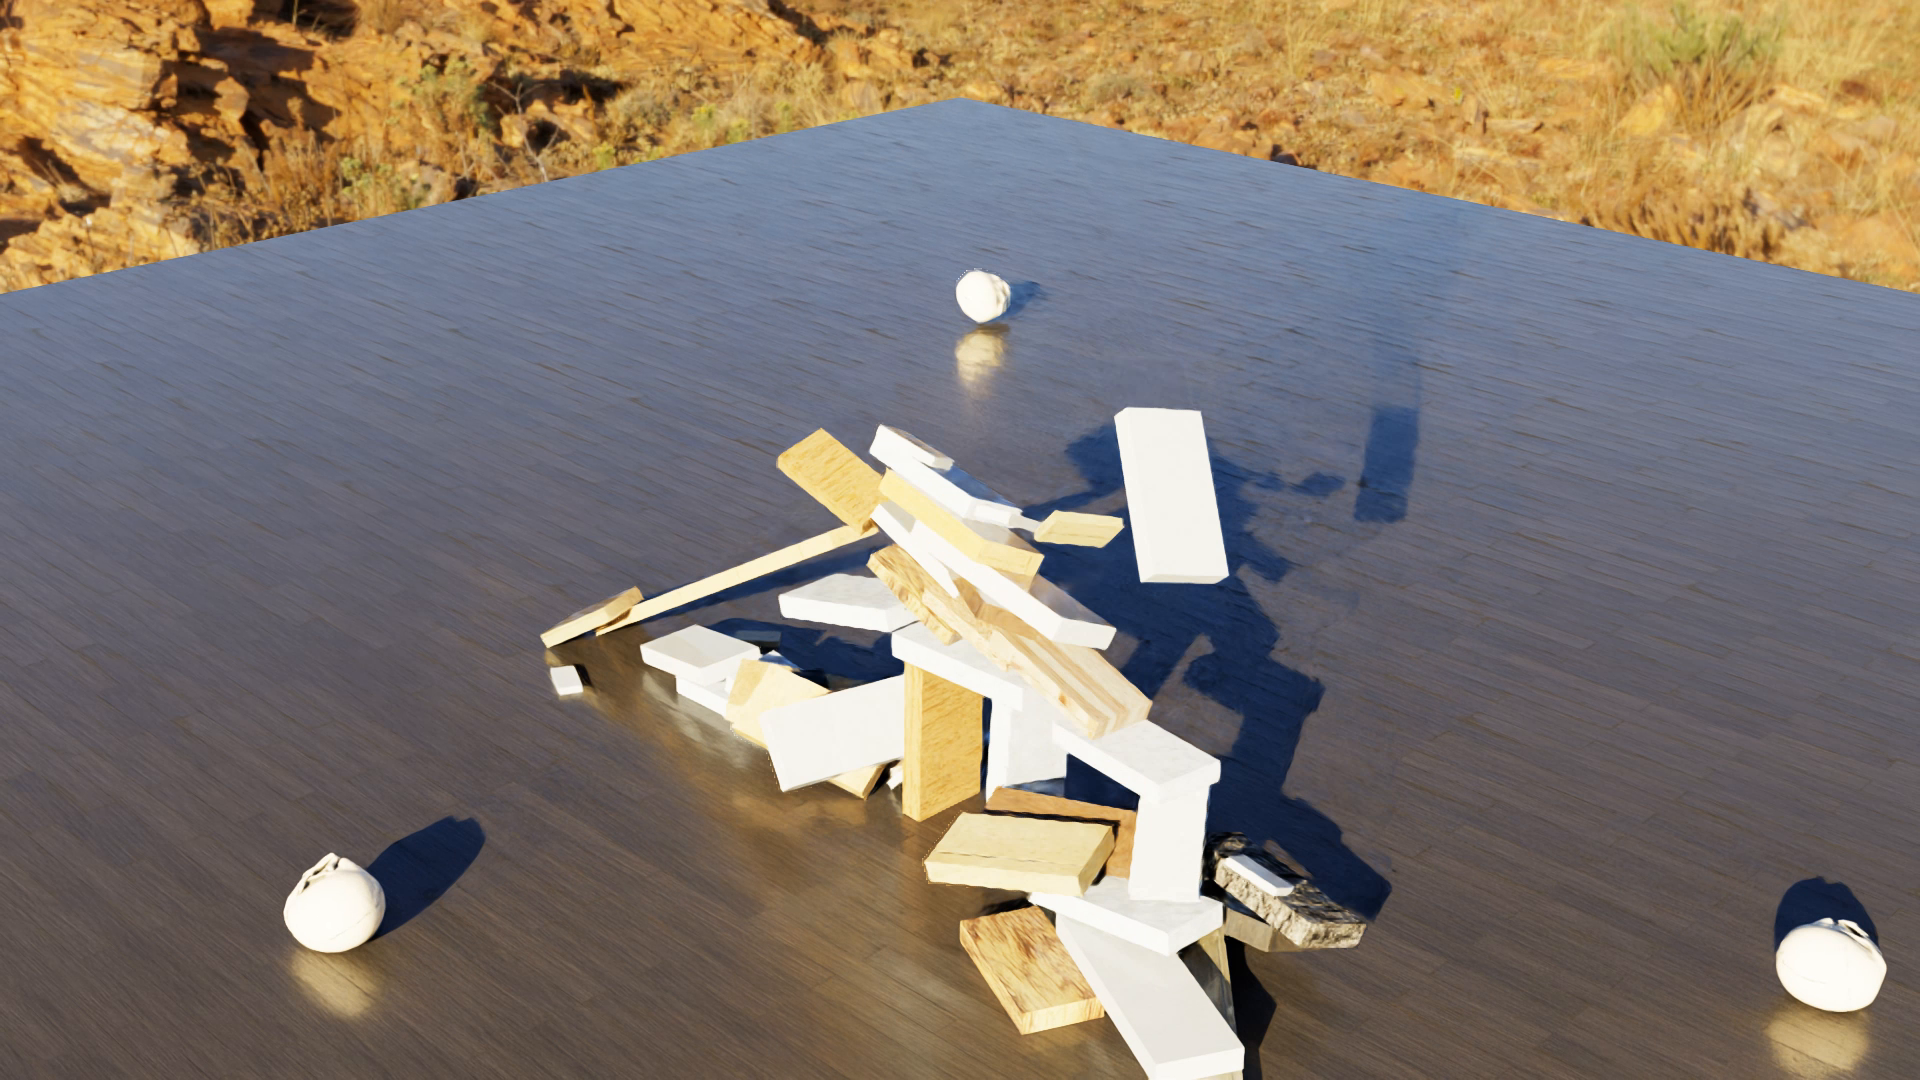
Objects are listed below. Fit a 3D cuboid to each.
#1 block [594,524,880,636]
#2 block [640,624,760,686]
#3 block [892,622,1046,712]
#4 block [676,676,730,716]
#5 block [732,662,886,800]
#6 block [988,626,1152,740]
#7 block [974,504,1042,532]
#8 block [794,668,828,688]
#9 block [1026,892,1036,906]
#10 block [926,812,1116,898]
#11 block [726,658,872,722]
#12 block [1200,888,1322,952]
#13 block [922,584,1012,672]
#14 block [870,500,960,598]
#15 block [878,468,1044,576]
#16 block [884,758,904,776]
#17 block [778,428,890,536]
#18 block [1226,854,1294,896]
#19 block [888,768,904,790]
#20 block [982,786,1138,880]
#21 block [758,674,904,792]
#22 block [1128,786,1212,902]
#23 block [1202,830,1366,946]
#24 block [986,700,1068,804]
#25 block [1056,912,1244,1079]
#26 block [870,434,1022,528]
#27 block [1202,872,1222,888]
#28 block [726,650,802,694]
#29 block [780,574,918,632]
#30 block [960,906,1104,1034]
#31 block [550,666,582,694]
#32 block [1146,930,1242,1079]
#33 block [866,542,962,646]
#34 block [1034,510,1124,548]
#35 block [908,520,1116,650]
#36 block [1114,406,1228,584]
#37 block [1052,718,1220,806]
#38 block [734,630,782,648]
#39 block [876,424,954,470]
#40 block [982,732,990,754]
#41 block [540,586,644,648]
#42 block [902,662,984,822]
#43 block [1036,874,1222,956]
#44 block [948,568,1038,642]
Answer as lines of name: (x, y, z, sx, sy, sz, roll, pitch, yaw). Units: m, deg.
block: (-0.520, 0.089, 4.862, 0.121, 0.034, 1.031, -20, 1, -39)
block: (-0.588, 0.260, 4.981, 0.148, 0.042, 0.297, -21, 19, -31)
block: (0.052, 0.228, 4.264, 0.348, 0.049, 0.174, 21, 30, 40)
block: (-0.479, 0.343, 4.897, 0.297, 0.042, 0.148, 21, 31, 40)
block: (-0.294, 0.395, 4.563, 0.320, 0.045, 0.160, 25, 71, 20)
block: (0.204, 0.248, 4.098, 0.146, 0.041, 0.292, -17, 47, -41)
block: (0.096, -0.035, 3.979, 0.072, 0.020, 0.143, 15, 0, 33)
block: (-0.339, 0.303, 4.718, 0.103, 0.015, 0.051, -7, 38, -22)
block: (0.146, 0.650, 4.096, 0.016, 0.056, 0.112, 32, -6, 3)
block: (0.109, 0.569, 3.991, 0.310, 0.044, 0.155, 1, 29, 30)
block: (-0.299, 0.353, 4.709, 0.378, 0.045, 0.160, 11, 35, 1)
block: (0.486, 0.672, 4.006, 0.162, 0.046, 0.325, 9, 6, -45)
block: (0.051, 0.156, 4.234, 0.119, 0.034, 0.239, -20, 48, -40)
block: (-0.052, 0.010, 4.277, 0.238, 0.034, 0.119, 44, 30, 17)
block: (0.000, -0.034, 4.166, 0.160, 0.045, 0.320, 14, 16, -44)
block: (-0.090, 0.465, 4.620, 0.131, 0.019, 0.066, -5, 24, 5)
block: (-0.241, -0.119, 4.447, 0.242, 0.034, 0.121, 39, 54, 23)
block: (0.529, 0.594, 3.893, 0.113, 0.016, 0.056, 31, 15, 35)
block: (-0.092, 0.468, 4.520, 0.066, 0.131, 0.019, -21, 74, -41)
block: (0.220, 0.544, 4.054, 0.414, 0.035, 0.122, 6, 50, 34)
block: (-0.232, 0.387, 4.421, 0.319, 0.160, 0.045, -13, -13, -29)
block: (0.375, 0.529, 3.917, 0.122, 0.035, 0.244, 0, 48, 13)
block: (0.557, 0.625, 3.953, 0.162, 0.046, 0.325, 10, 17, -43)
block: (0.131, 0.441, 4.273, 0.049, 0.348, 0.174, 26, 34, 38)
block: (0.318, 0.769, 3.782, 0.155, 0.044, 0.474, -7, 24, -16)
block: (-0.029, -0.114, 4.243, 0.146, 0.041, 0.292, 12, 17, -48)
block: (0.341, 0.579, 4.139, 0.325, 0.046, 0.162, 18, 6, 43)
block: (-0.350, 0.354, 4.777, 0.297, 0.042, 0.148, 31, 37, 27)
block: (-0.200, 0.125, 4.462, 0.320, 0.045, 0.160, 6, 20, 45)
block: (0.125, 0.761, 3.912, 0.153, 0.043, 0.306, -8, 24, -19)
block: (-0.894, 0.318, 4.993, 0.054, 0.015, 0.108, -8, 24, -17)
block: (0.385, 0.885, 3.619, 0.153, 0.043, 0.883, 1, 23, 2)
block: (-0.060, 0.099, 4.323, 0.119, 0.034, 0.238, -25, 61, -42)
block: (0.210, -0.019, 3.888, 0.143, 0.072, 0.020, 5, 57, -31)
block: (0.094, 0.078, 4.093, 0.160, 0.045, 0.413, 12, 17, -48)
block: (0.373, -0.079, 3.878, 0.155, 0.310, 0.044, 2, -19, -27)
block: (0.319, 0.386, 4.008, 0.146, 0.041, 0.293, -17, 28, -34)
block: (-0.478, 0.233, 5.192, 0.108, 0.015, 0.054, 1, 23, 3)
block: (-0.087, -0.180, 4.258, 0.143, 0.020, 0.072, 32, 13, 28)
block: (0.113, 0.432, 4.719, 0.131, 0.019, 0.066, -3, 23, -7)
block: (-0.859, 0.180, 5.128, 0.242, 0.034, 0.121, -22, 10, 40)
block: (-0.033, 0.377, 4.423, 0.174, 0.348, 0.049, -21, 33, -40)
block: (0.301, 0.650, 3.933, 0.306, 0.043, 0.153, 14, 23, 42)
block: (0.064, 0.110, 4.091, 0.122, 0.035, 0.244, 21, 12, -18)
